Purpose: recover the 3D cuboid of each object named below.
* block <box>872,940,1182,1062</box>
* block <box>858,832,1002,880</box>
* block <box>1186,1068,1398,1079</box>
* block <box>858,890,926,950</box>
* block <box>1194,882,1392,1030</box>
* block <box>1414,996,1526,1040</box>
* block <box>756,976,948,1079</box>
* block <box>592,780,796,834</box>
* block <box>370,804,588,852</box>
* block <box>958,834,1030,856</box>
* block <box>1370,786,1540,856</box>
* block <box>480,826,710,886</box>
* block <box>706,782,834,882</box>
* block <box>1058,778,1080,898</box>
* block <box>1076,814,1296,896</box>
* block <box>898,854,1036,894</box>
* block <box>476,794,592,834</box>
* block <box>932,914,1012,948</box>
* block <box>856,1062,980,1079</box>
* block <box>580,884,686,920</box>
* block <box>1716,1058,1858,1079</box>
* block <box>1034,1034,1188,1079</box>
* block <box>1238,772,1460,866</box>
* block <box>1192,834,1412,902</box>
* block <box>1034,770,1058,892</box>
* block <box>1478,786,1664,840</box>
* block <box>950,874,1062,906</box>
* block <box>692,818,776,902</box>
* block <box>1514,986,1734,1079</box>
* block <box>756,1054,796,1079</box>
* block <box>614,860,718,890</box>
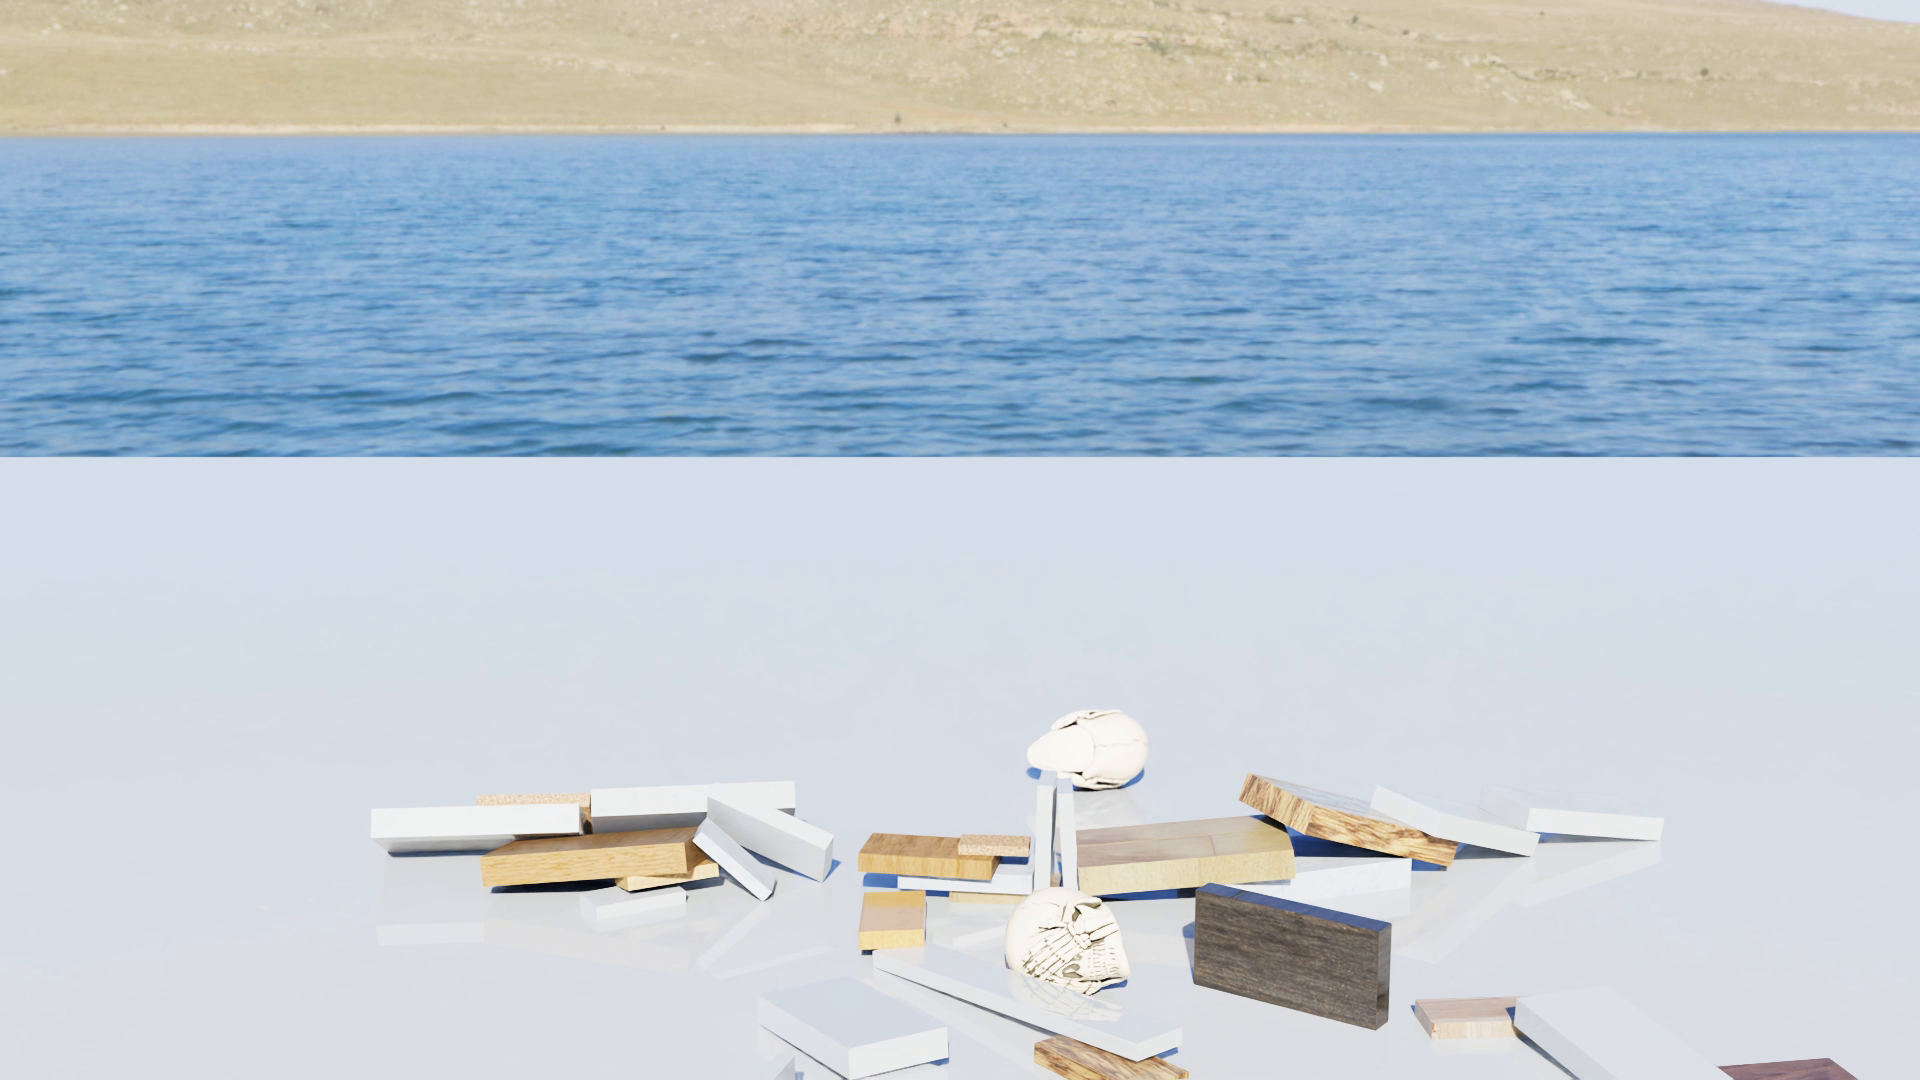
[{"bbox_3d":[0.084,0.653,3.157,0.086,0.024,0.568,-9,10,-39],"label":"block"},{"bbox_3d":[-0.048,0.522,3.637,0.221,0.031,0.111,2,11,10],"label":"block"},{"bbox_3d":[0.329,0.732,2.788,0.492,0.042,0.148,-1,11,-7],"label":"block"},{"bbox_3d":[-0.105,0.595,3.450,0.099,0.028,0.198,-2,8,0],"label":"block"},{"bbox_3d":[0.480,0.603,3.197,0.295,0.148,0.042,8,13,35],"label":"block"},{"bbox_3d":[0.743,0.678,3.126,0.173,0.024,0.086,-1,11,-4],"label":"block"},{"bbox_3d":[-0.153,0.671,3.042,0.148,0.042,0.295,-6,6,-29],"label":"block"},{"bbox_3d":[-0.467,0.483,3.852,0.347,0.049,0.174,-2,-26,-8],"label":"block"},{"bbox_3d":[-0.830,0.500,3.817,0.347,0.049,0.174,-1,-16,-5],"label":"block"},{"bbox_3d":[0.057,0.502,3.617,0.114,0.016,0.057,1,11,5],"label":"block"},{"bbox_3d":[0.860,0.488,3.815,0.291,0.041,0.145,16,4,-40],"label":"block"},{"bbox_3d":[-0.605,0.529,3.684,0.347,0.049,0.174,-5,1,8],"label":"block"},{"bbox_3d":[-0.321,0.493,3.708,0.221,0.111,0.031,23,53,11],"label":"block"},{"bbox_3d":[0.181,0.497,3.676,0.025,0.179,0.090,-4,10,2],"label":"block"},{"bbox_3d":[0.370,0.521,3.651,0.349,0.049,0.175,-5,13,3],"label":"block"},{"bbox_3d":[0.015,0.551,3.656,0.221,0.031,0.111,1,11,8],"label":"block"},{"bbox_3d":[-0.757,0.493,3.933,0.198,0.099,0.028,-1,51,-3],"label":"block"},{"bbox_3d":[0.020,0.617,3.477,0.114,0.016,0.057,-7,13,-35],"label":"block"},{"bbox_3d":[-0.050,0.720,2.905,0.161,0.023,0.081,7,13,35],"label":"block"},{"bbox_3d":[-0.538,0.589,3.615,0.155,0.022,0.077,-6,12,-29],"label":"block"},{"bbox_3d":[1.092,0.719,2.906,0.173,0.024,0.086,-2,11,-10],"label":"block"},{"bbox_3d":[0.202,0.708,2.955,0.099,0.028,0.198,-8,13,-38],"label":"block"},{"bbox_3d":[0.661,0.474,3.726,0.349,0.049,0.175,16,4,-34],"label":"block"},{"bbox_3d":[0.564,0.556,3.719,0.349,0.049,0.175,-4,11,-20],"label":"block"},{"bbox_3d":[0.142,0.480,3.634,0.025,0.179,0.090,3,10,7],"label":"block"},{"bbox_3d":[1.099,0.491,3.953,0.291,0.041,0.145,7,7,-22],"label":"block"},{"bbox_3d":[0.077,0.579,3.660,0.179,0.025,0.090,1,11,6],"label":"block"},{"bbox_3d":[-0.374,0.531,3.657,0.155,0.022,0.077,42,8,-6],"label":"block"},{"bbox_3d":[0.890,0.689,2.954,0.145,0.041,0.291,-4,16,-19],"label":"block"},{"bbox_3d":[-0.246,0.717,2.767,0.023,0.081,0.161,3,11,16],"label":"block"},{"bbox_3d":[-0.487,0.554,3.650,0.155,0.022,0.077,-6,1,-25],"label":"block"}]
